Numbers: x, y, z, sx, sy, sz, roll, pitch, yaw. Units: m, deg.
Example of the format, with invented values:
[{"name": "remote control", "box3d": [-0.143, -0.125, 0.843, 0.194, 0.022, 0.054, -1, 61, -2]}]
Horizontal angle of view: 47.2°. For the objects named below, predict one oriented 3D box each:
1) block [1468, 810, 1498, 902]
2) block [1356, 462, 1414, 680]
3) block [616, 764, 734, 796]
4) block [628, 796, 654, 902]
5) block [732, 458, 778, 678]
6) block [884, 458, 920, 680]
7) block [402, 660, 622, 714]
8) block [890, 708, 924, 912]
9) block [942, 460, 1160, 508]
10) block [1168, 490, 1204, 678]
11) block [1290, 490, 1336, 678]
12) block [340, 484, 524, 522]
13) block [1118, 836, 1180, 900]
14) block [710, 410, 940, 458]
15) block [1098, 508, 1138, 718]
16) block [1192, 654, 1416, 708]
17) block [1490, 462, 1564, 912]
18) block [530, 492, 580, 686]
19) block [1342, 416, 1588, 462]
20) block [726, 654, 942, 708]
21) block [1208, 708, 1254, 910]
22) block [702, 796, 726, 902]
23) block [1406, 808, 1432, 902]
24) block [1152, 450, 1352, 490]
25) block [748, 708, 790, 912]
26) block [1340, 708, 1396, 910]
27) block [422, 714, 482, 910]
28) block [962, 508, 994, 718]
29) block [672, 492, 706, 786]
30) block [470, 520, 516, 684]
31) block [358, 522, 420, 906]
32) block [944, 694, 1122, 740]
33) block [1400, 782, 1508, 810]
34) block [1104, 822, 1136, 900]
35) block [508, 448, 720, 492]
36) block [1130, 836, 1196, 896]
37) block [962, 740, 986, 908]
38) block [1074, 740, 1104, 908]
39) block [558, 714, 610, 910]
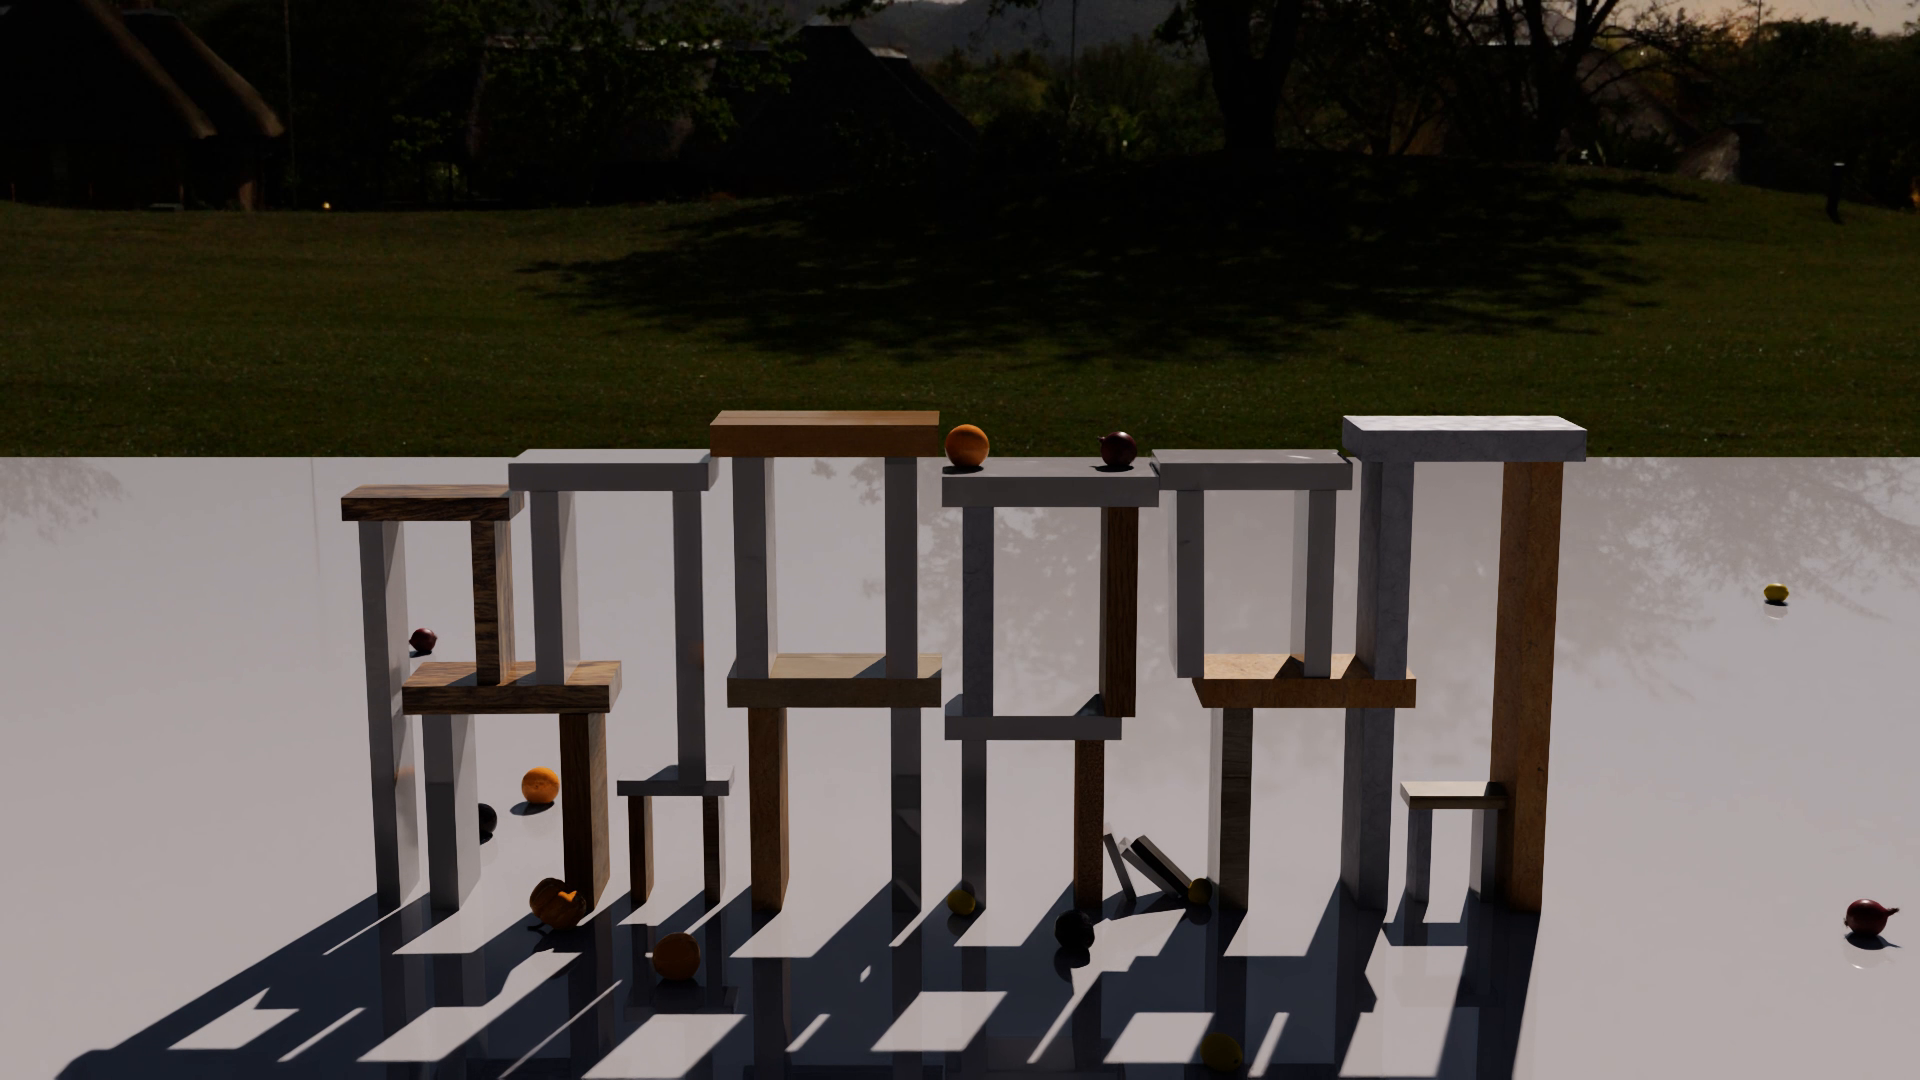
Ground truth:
[{"name": "block", "box3d": [0.869, 0.512, 3.652, 0.023, 0.160, 0.080, 0, 11, 0]}, {"name": "block", "box3d": [0.687, 0.034, 3.564, 0.050, 0.352, 0.176, 0, 11, 0]}, {"name": "block", "box3d": [-0.469, 0.397, 3.636, 0.183, 0.026, 0.091, 0, 11, 0]}, {"name": "block", "box3d": [-0.530, 0.500, 3.655, 0.026, 0.183, 0.091, 0, 11, 0]}, {"name": "block", "box3d": [-0.331, 0.030, 3.563, 0.051, 0.357, 0.179, 0, 11, 0]}, {"name": "block", "box3d": [-0.093, 0.030, 3.562, 0.051, 0.357, 0.179, 0, 11, 0]}, {"name": "block", "box3d": [-0.731, 0.241, 3.609, 0.330, 0.047, 0.165, 0, 11, -2]}, {"name": "block", "box3d": [-0.087, 0.421, 3.638, 0.049, 0.343, 0.171, 0, 11, 0]}, {"name": "block", "box3d": [0.142, -0.091, 3.547, 0.342, 0.048, 0.171, 0, 11, 0]}, {"name": "block", "box3d": [0.367, 0.058, 3.572, 0.043, 0.304, 0.152, -1, 11, 0]}, {"name": "block", "box3d": [0.573, 0.057, 3.572, 0.043, 0.304, 0.152, 0, 11, 0]}, {"name": "block", "box3d": [-0.848, -0.061, 3.551, 0.265, 0.038, 0.133, 0, 11, -1]}, {"name": "block", "box3d": [0.315, 0.546, 3.658, 0.119, 0.017, 0.059, 41, 9, -6]}, {"name": "block", "box3d": [-0.212, -0.171, 3.526, 0.357, 0.051, 0.179, 0, 11, 0]}, {"name": "block", "box3d": [0.258, 0.101, 3.582, 0.048, 0.342, 0.171, 0, 11, 0]}, {"name": "block", "box3d": [0.560, 0.230, 3.606, 0.341, 0.048, 0.171, 0, 11, 0]}, {"name": "block", "box3d": [0.921, 0.226, 3.600, 0.050, 0.741, 0.176, 0, 11, 0]}, {"name": "block", "box3d": [-0.657, 0.064, 3.576, 0.045, 0.315, 0.158, 0, 11, 0]}, {"name": "block", "box3d": [0.805, -0.163, 3.528, 0.352, 0.050, 0.176, 0, 11, 0]}, {"name": "block", "box3d": [-0.201, 0.229, 3.602, 0.343, 0.049, 0.171, 0, 11, 0]}, {"name": "block", "box3d": [0.446, 0.422, 3.642, 0.048, 0.341, 0.171, 0, 11, 0]}, {"name": "block", "box3d": [-0.408, 0.500, 3.655, 0.026, 0.183, 0.091, 0, 11, 0]}, {"name": "block", "box3d": [0.762, 0.512, 3.652, 0.023, 0.160, 0.080, 0, 11, 0]}, {"name": "block", "box3d": [0.467, -0.114, 3.541, 0.304, 0.043, 0.152, 0, 11, 0]}, {"name": "block", "box3d": [-0.315, 0.421, 3.638, 0.049, 0.343, 0.171, 0, 11, 0]}, {"name": "block", "box3d": [0.674, 0.422, 3.642, 0.048, 0.341, 0.171, 0, 11, 0]}, {"name": "block", "box3d": [-0.841, 0.427, 3.641, 0.047, 0.330, 0.165, 0, 11, 0]}, {"name": "block", "box3d": [0.029, 0.101, 3.582, 0.048, 0.342, 0.171, 0, 11, 0]}, {"name": "block", "box3d": [-0.442, 0.146, 3.593, 0.045, 0.484, 0.158, -1, 11, -7]}, {"name": "block", "box3d": [-0.759, 0.088, 3.580, 0.038, 0.265, 0.133, 0, 11, -1]}, {"name": "block", "box3d": [-0.936, 0.274, 3.613, 0.038, 0.643, 0.133, 0, 11, 0]}, {"name": "block", "box3d": [0.118, 0.290, 3.612, 0.285, 0.040, 0.143, 0, 11, 0]}, {"name": "block", "box3d": [0.816, 0.422, 3.635, 0.160, 0.023, 0.080, 0, 11, 0]}, {"name": "block", "box3d": [0.263, 0.533, 3.655, 0.017, 0.119, 0.059, -21, 9, 5]}, {"name": "block", "box3d": [-0.554, -0.113, 3.543, 0.315, 0.045, 0.158, 0, 11, 0]}, {"name": "block", "box3d": [0.338, 0.541, 3.662, 0.119, 0.017, 0.059, 44, 11, 14]}, {"name": "block", "box3d": [0.023, 0.450, 3.642, 0.040, 0.285, 0.143, 0, 11, 0]}, {"name": "block", "box3d": [0.213, 0.450, 3.642, 0.040, 0.285, 0.143, 0, 11, 0]}, {"name": "block", "box3d": [-0.620, 0.427, 3.641, 0.047, 0.330, 0.165, 0, 11, 0]}]
